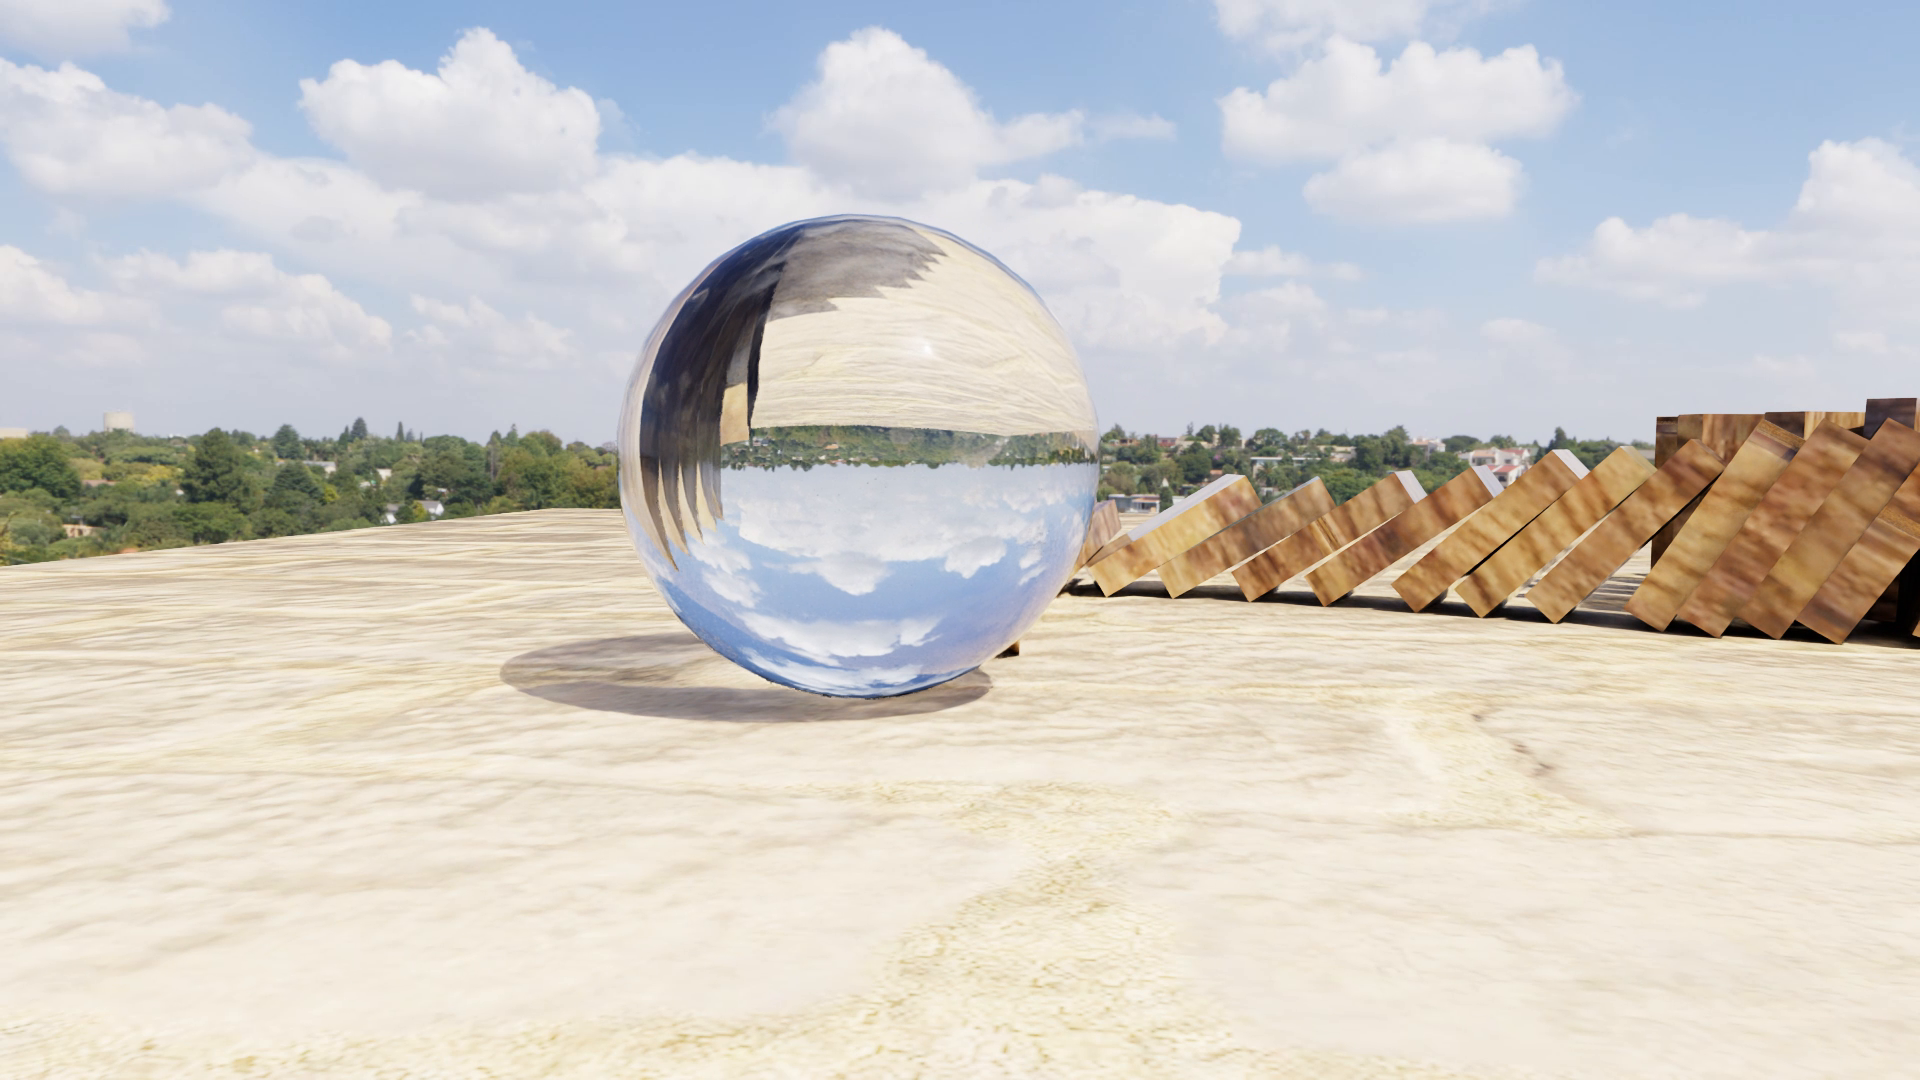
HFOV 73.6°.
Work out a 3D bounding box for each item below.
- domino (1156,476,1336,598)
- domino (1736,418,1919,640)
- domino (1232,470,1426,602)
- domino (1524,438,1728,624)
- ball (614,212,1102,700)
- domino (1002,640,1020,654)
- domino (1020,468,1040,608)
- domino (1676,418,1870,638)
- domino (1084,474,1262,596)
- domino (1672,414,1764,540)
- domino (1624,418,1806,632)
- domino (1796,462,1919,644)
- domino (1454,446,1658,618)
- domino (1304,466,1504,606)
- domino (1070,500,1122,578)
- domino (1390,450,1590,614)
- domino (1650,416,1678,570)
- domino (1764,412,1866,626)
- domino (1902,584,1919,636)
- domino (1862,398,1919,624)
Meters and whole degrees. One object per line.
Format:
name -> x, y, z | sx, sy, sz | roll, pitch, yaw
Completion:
domino -> 0.080, -0.001, 0.359 | 0.050, 0.009, 0.025 | -30, -3, 14
domino -> 0.191, -0.003, 0.282 | 0.009, 0.050, 0.025 | 37, 23, 26
domino -> 0.100, -0.001, 0.346 | 0.050, 0.010, 0.025 | -35, -13, 26
domino -> 0.158, -0.002, 0.305 | 0.009, 0.050, 0.025 | 48, 27, 21
ball -> -0.016, -0.014, 0.215 | 0.080, 0.080, 0.080 | 0, 4, 0
domino -> 0.000, 0.000, 0.270 | 0.025, 0.050, 0.010 | 0, -34, 2
domino -> 0.009, -0.002, 0.352 | 0.025, 0.009, 0.050 | 0, 38, 4
domino -> 0.180, -0.003, 0.284 | 0.009, 0.050, 0.025 | 37, 23, 26
domino -> 0.060, -0.002, 0.367 | 0.050, 0.009, 0.025 | -31, 4, 2
domino -> 0.198, -0.007, 0.329 | 0.025, 0.050, 0.009 | 0, 4, -6
domino -> 0.173, -0.003, 0.293 | 0.009, 0.050, 0.025 | 37, 23, 26
domino -> 0.200, -0.002, 0.275 | 0.010, 0.050, 0.025 | 37, 24, 26
domino -> 0.146, -0.002, 0.314 | 0.050, 0.009, 0.025 | -49, -22, 26
domino -> 0.116, -0.001, 0.335 | 0.050, 0.009, 0.025 | -38, -15, 27
domino -> 0.027, 0.001, 0.378 | 0.025, 0.010, 0.050 | -9, 14, 28
domino -> 0.134, -0.002, 0.323 | 0.050, 0.010, 0.025 | -47, -21, 27
domino -> 0.205, -0.009, 0.351 | 0.025, 0.050, 0.010 | 4, 6, 41
domino -> 0.204, -0.005, 0.307 | 0.025, 0.050, 0.010 | -2, 5, -24
domino -> 0.214, -0.003, 0.267 | 0.010, 0.050, 0.025 | 25, 16, 28
domino -> 0.217, -0.006, 0.296 | 0.025, 0.050, 0.010 | 6, 0, -39
